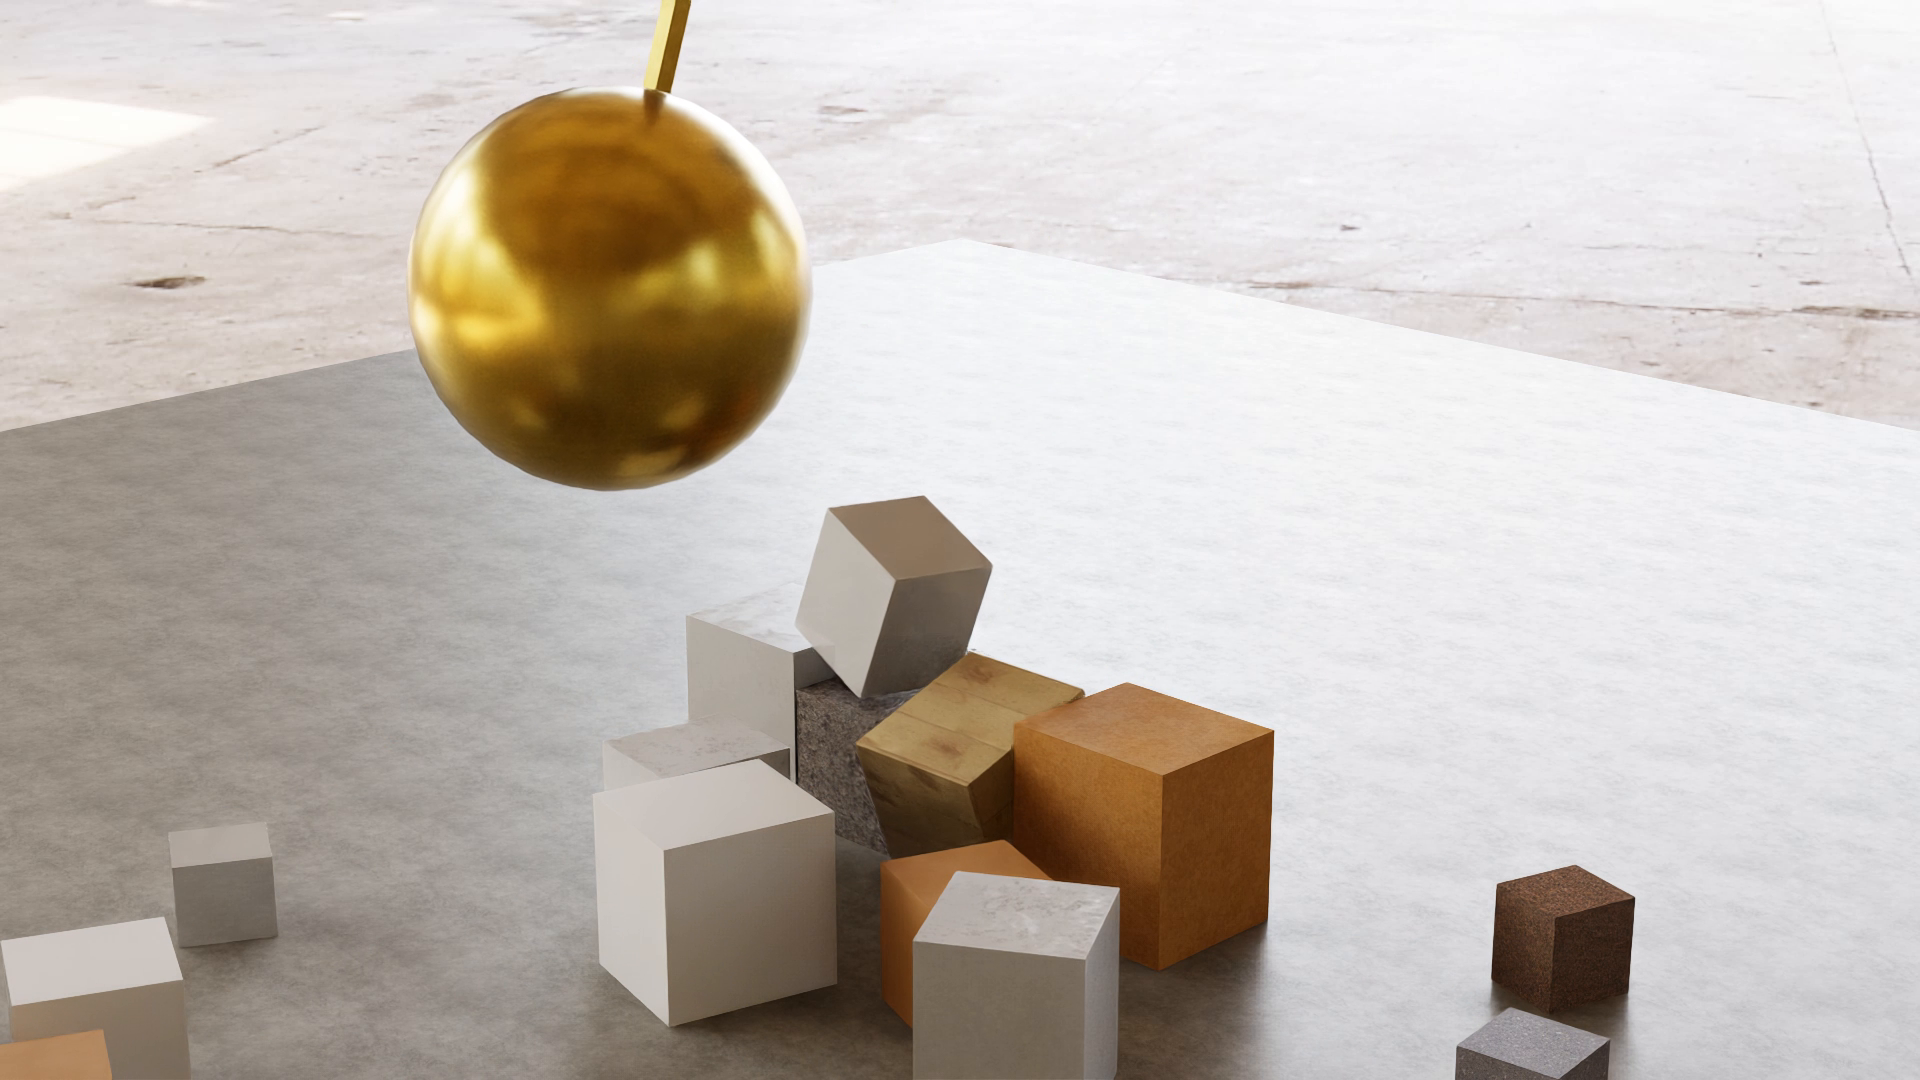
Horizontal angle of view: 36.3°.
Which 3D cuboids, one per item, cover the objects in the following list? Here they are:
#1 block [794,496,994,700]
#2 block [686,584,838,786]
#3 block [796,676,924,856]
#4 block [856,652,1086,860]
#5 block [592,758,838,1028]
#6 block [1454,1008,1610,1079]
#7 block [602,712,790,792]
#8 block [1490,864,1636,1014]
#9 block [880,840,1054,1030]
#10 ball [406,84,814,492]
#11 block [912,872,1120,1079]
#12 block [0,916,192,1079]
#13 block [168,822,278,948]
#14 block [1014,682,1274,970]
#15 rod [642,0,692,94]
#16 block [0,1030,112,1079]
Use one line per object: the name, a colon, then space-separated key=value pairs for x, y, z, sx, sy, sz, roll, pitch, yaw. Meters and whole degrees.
block: x=-0.318 y=0.264 z=13.825 sx=0.566 sy=0.678 sz=0.599 roll=-8 pitch=39 yaw=-36
block: x=-0.817 y=0.779 z=14.452 sx=0.701 sy=0.848 sz=0.788 roll=-17 pitch=24 yaw=-42
block: x=-0.272 y=1.026 z=13.972 sx=0.702 sy=0.664 sz=0.718 roll=-17 pitch=24 yaw=-42
block: x=0.124 y=1.089 z=13.324 sx=0.716 sy=0.716 sz=0.780 roll=17 pitch=43 yaw=43
block: x=-1.031 y=1.471 z=12.356 sx=0.782 sy=0.784 sz=0.691 roll=-10 pitch=20 yaw=-29
block: x=2.166 y=2.073 z=11.127 sx=0.427 sy=0.372 sz=0.413 roll=14 pitch=22 yaw=37
block: x=-1.190 y=1.236 z=13.311 sx=0.652 sy=0.660 sz=0.556 roll=-12 pitch=21 yaw=-33
block: x=2.527 y=1.671 z=12.299 sx=0.423 sy=0.438 sz=0.383 roll=-9 pitch=20 yaw=-27
block: x=0.049 y=1.663 z=12.027 sx=0.566 sy=0.616 sz=0.574 roll=-8 pitch=19 yaw=-23
ball: x=-1.378 y=-0.991 z=11.586 sx=1.600 sy=1.600 sz=1.600 roll=0 pitch=17 yaw=0
block: x=0.223 y=1.802 z=11.291 sx=0.659 sy=0.791 sz=0.659 roll=4 pitch=18 yaw=14
block: x=-3.305 y=1.899 z=11.239 sx=0.614 sy=0.637 sz=0.596 roll=-7 pitch=19 yaw=-20
block: x=-3.244 y=1.513 z=12.902 sx=0.421 sy=0.376 sz=0.405 roll=-5 pitch=18 yaw=-16
block: x=0.801 y=1.240 z=12.902 sx=0.737 sy=0.897 sz=0.861 roll=-17 pitch=24 yaw=-42
rod: x=-0.597 y=-4.293 z=11.367 sx=0.080 sy=5.200 sz=0.080 roll=17 pitch=5 yaw=42
block: x=-3.303 y=2.187 z=10.343 sx=0.641 sy=0.625 sz=0.595 roll=-6 pitch=19 yaw=-19
